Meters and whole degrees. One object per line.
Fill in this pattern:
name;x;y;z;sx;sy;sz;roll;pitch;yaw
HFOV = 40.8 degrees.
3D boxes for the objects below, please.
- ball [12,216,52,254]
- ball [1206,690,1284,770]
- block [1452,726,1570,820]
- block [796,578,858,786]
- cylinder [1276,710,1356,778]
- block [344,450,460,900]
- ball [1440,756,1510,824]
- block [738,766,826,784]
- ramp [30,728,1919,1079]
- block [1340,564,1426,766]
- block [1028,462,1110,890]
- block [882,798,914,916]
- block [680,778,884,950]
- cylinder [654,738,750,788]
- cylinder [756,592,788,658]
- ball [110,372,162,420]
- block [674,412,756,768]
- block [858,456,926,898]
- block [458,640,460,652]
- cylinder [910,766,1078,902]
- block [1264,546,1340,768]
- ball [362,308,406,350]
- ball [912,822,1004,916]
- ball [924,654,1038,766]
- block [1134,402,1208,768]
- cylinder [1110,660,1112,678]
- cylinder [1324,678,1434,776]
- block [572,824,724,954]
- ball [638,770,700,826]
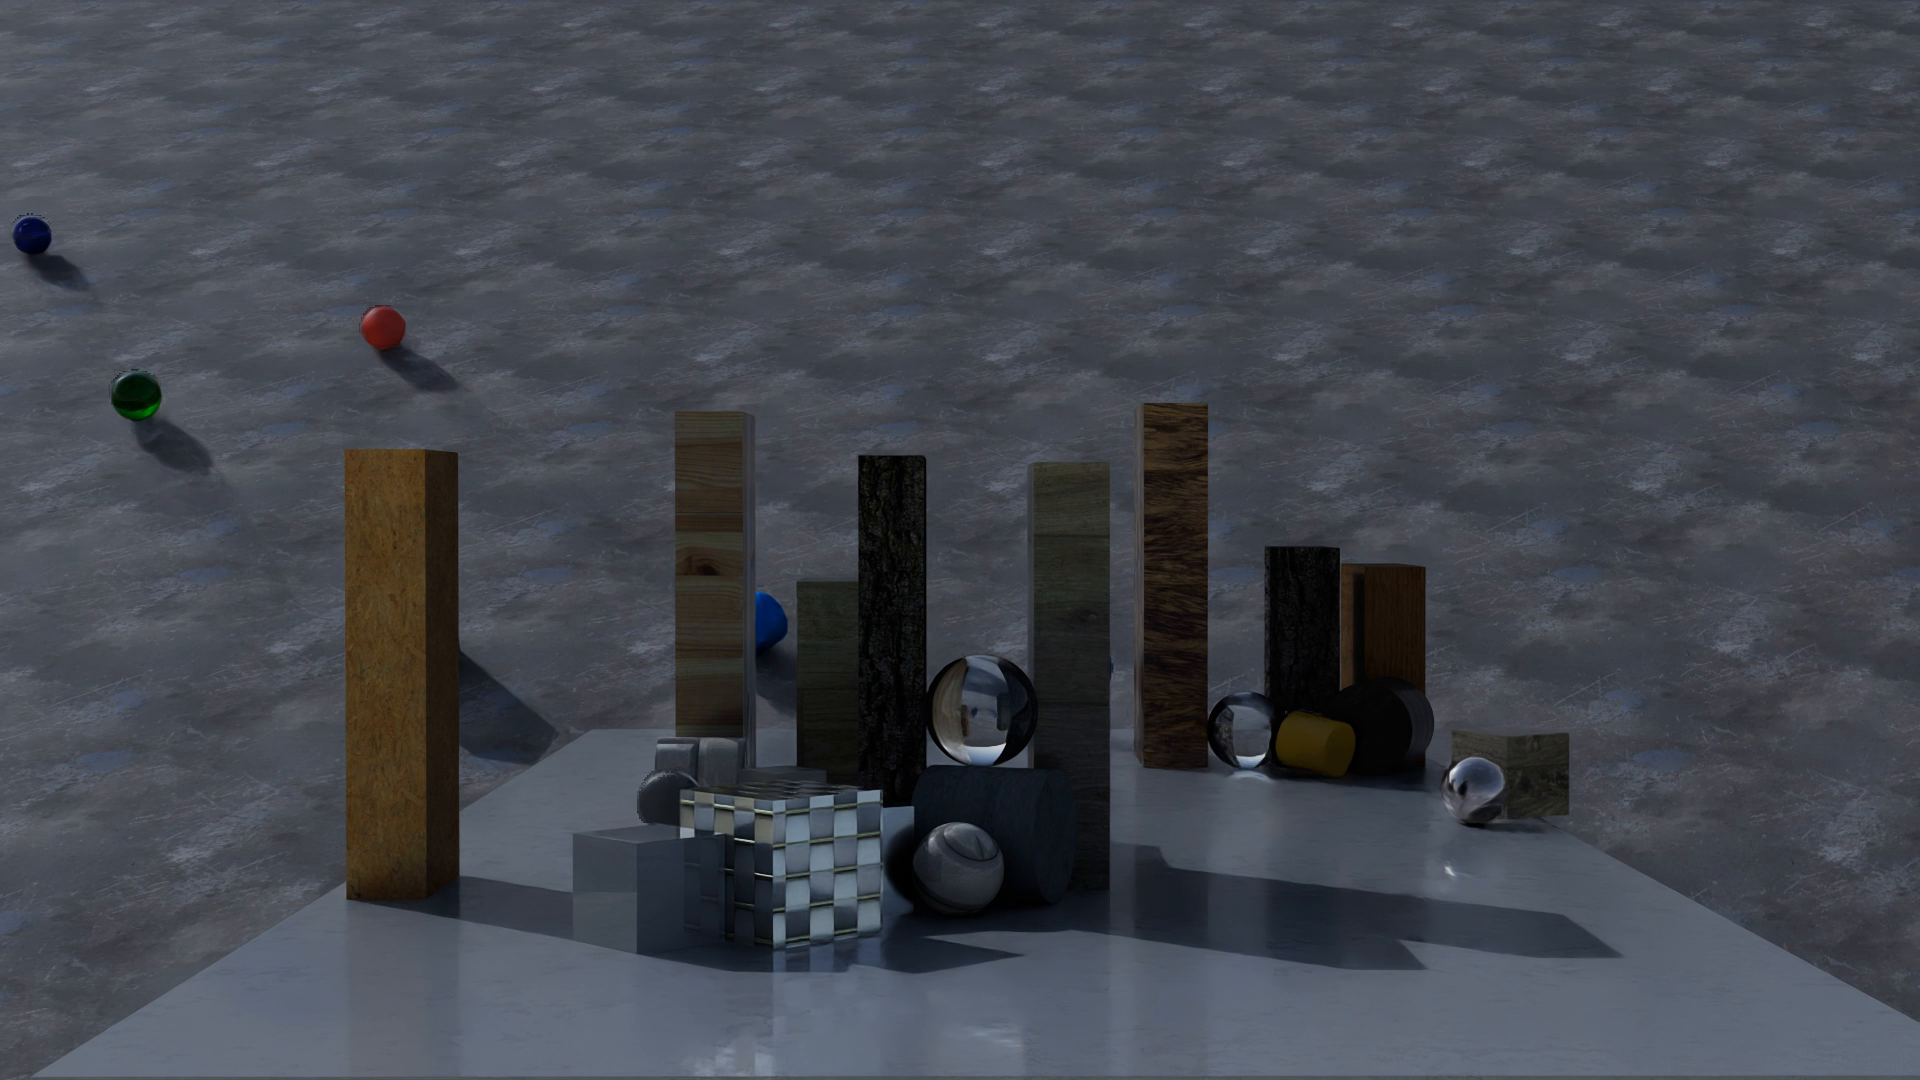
ball;-3.505;-1.150;9.754;0.144;0.144;0.144;0;28;0
ball;0.620;0.412;5.600;0.170;0.170;0.170;0;28;0
block;1.024;0.432;4.805;0.151;0.151;0.151;0;1;-30
block;-0.238;0.291;4.841;0.120;0.434;0.266;0;1;0
cylinder;0.750;0.431;5.447;0.120;0.120;0.120;12;29;40
block;-0.836;0.194;3.884;0.117;0.656;0.249;0;1;0
ball;0.926;0.449;4.639;0.122;0.122;0.122;0;28;0
block;-0.312;0.458;4.538;0.109;0.109;0.109;-1;1;-42
ramp;0.062;0.561;4.600;2.000;0.100;4.000;0;1;0
block;0.955;0.275;5.843;0.134;0.436;0.346;0;1;0
block;0.166;0.201;4.013;0.113;0.638;0.345;0;1;0
block;-0.166;0.449;3.668;0.151;0.151;0.151;0;1;-26
block;-0.240;0.431;3.469;0.193;0.193;0.193;-1;1;-44
cylinder;-0.460;0.432;4.628;0.158;0.158;0.158;0;28;0
cylinder;-0.581;0.244;7.076;0.155;0.155;0.155;16;32;28
ball;-2.691;-0.469;8.437;0.159;0.159;0.159;0;28;0
block;-0.457;0.136;4.850;0.123;0.744;0.296;0;1;0
block;-0.101;0.197;3.937;0.095;0.647;0.342;0;1;0
block;-1.486;0.256;7.042;0.169;0.169;0.169;8;29;14
cylinder;0.048;0.427;3.764;0.192;0.192;0.192;0;26;23
block;0.761;0.255;5.762;0.135;0.479;0.245;0;1;0
ball;-1.998;-0.733;8.955;0.147;0.147;0.147;0;28;0
ball;-0.003;0.460;3.613;0.130;0.130;0.130;0;28;0
ball;0.032;0.251;3.811;0.169;0.169;0.169;0;28;0
block;0.470;0.097;5.775;0.139;0.795;0.302;0;1;0
cylinder;0.255;0.354;6.258;0.187;0.187;0.187;9;41;17
cylinder;0.901;0.399;5.558;0.197;0.197;0.197;13;6;23
block;-0.410;0.457;3.403;0.142;0.142;0.142;-1;1;-43
ball;-0.502;0.456;4.494;0.114;0.114;0.114;0;28;0
